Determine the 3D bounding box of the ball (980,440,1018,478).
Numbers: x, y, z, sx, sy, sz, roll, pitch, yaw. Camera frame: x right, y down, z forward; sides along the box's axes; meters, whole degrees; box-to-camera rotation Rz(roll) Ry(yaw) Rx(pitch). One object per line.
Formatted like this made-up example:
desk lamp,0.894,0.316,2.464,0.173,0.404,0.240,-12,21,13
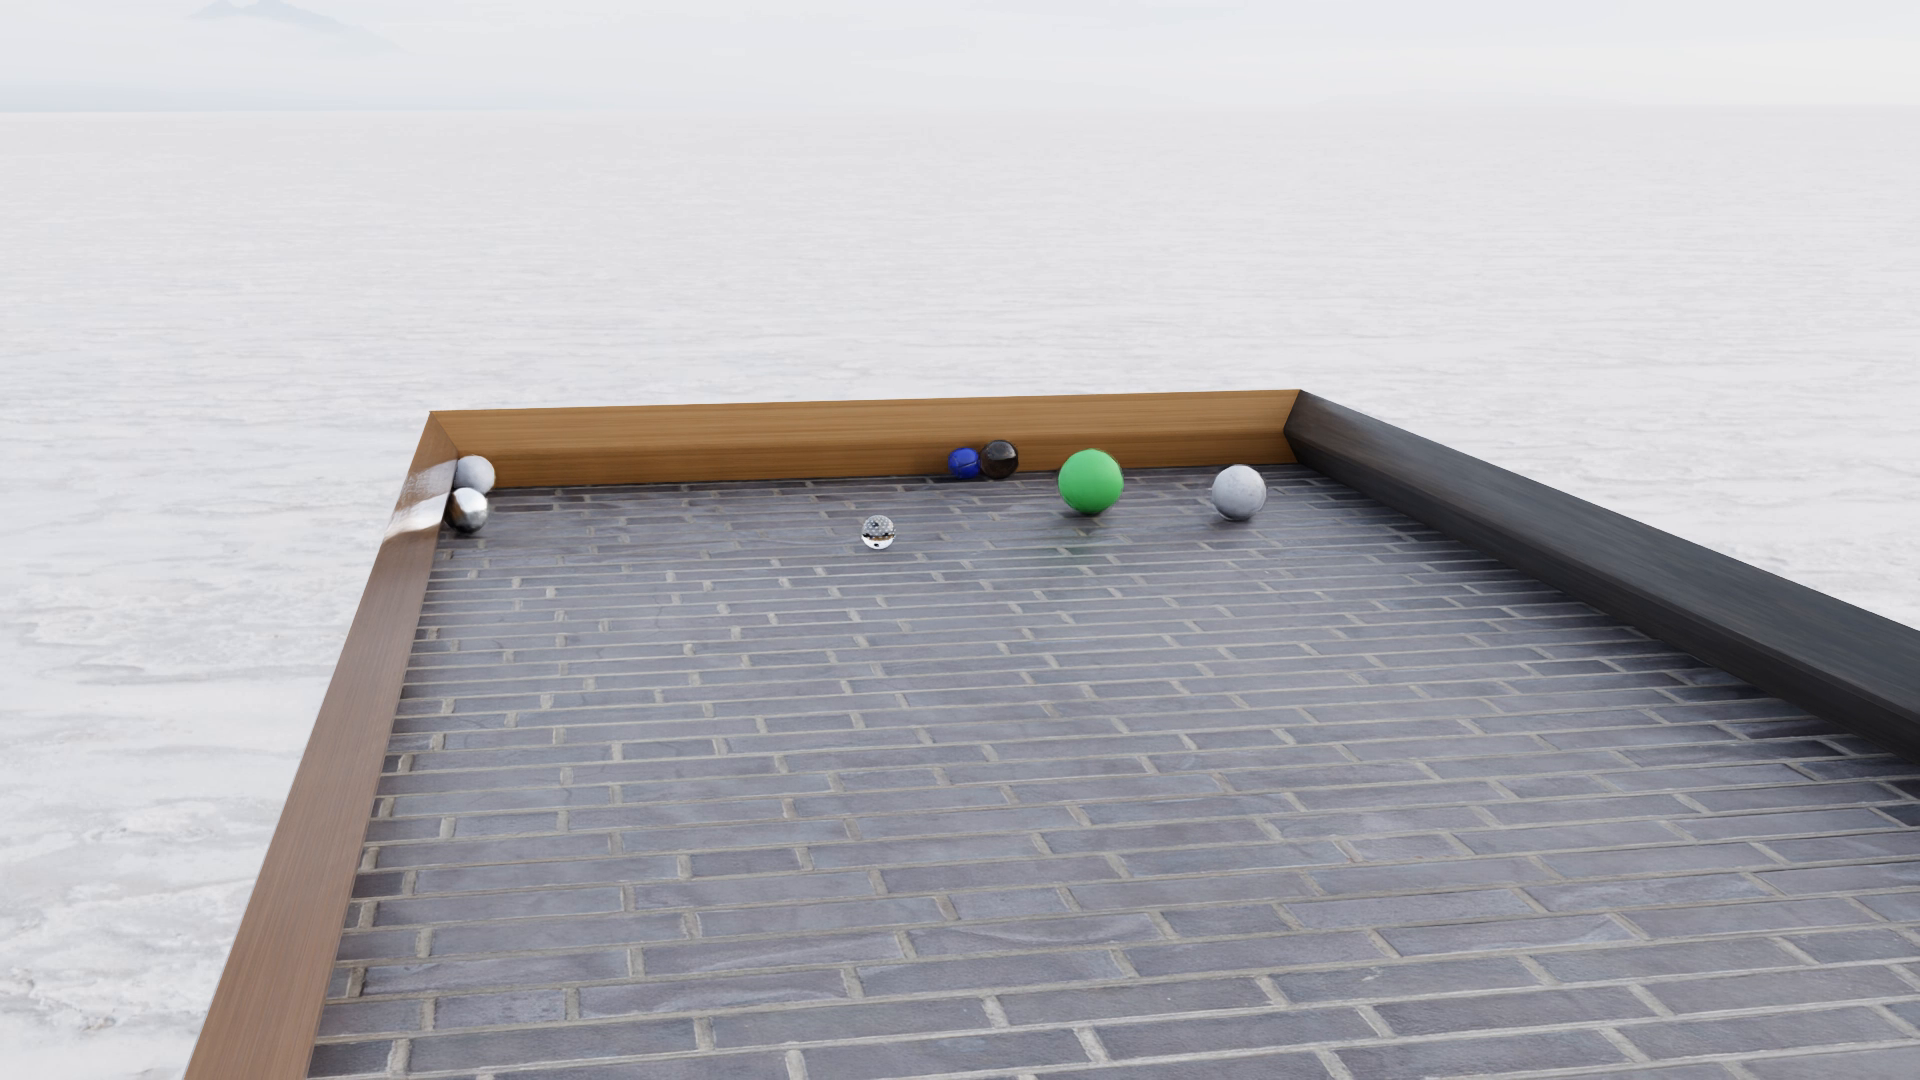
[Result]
ball,0.066,-0.136,3.689,0.066,0.066,0.066,0,11,0

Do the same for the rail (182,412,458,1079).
rail,-0.571,0.140,2.163,0.045,0.128,2.953,-2,12,-10

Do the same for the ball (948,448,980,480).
ball,0.006,-0.129,3.683,0.054,0.054,0.054,0,11,0

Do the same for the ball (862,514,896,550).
ball,-0.115,-0.011,3.115,0.049,0.049,0.049,0,11,0

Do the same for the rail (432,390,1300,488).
rail,-0.129,-0.169,3.690,1.480,0.128,0.045,-2,12,-10

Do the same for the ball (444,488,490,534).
ball,-0.724,-0.043,3.224,0.068,0.068,0.068,0,11,0

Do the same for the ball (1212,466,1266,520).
ball,0.422,-0.072,3.330,0.083,0.083,0.083,0,11,0

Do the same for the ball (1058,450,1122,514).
ball,0.200,-0.090,3.378,0.098,0.098,0.098,0,11,0

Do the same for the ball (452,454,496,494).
ball,-0.777,-0.102,3.512,0.069,0.069,0.069,0,11,0

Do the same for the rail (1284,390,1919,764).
rail,0.838,0.089,2.417,0.045,0.128,2.953,-2,12,-10
